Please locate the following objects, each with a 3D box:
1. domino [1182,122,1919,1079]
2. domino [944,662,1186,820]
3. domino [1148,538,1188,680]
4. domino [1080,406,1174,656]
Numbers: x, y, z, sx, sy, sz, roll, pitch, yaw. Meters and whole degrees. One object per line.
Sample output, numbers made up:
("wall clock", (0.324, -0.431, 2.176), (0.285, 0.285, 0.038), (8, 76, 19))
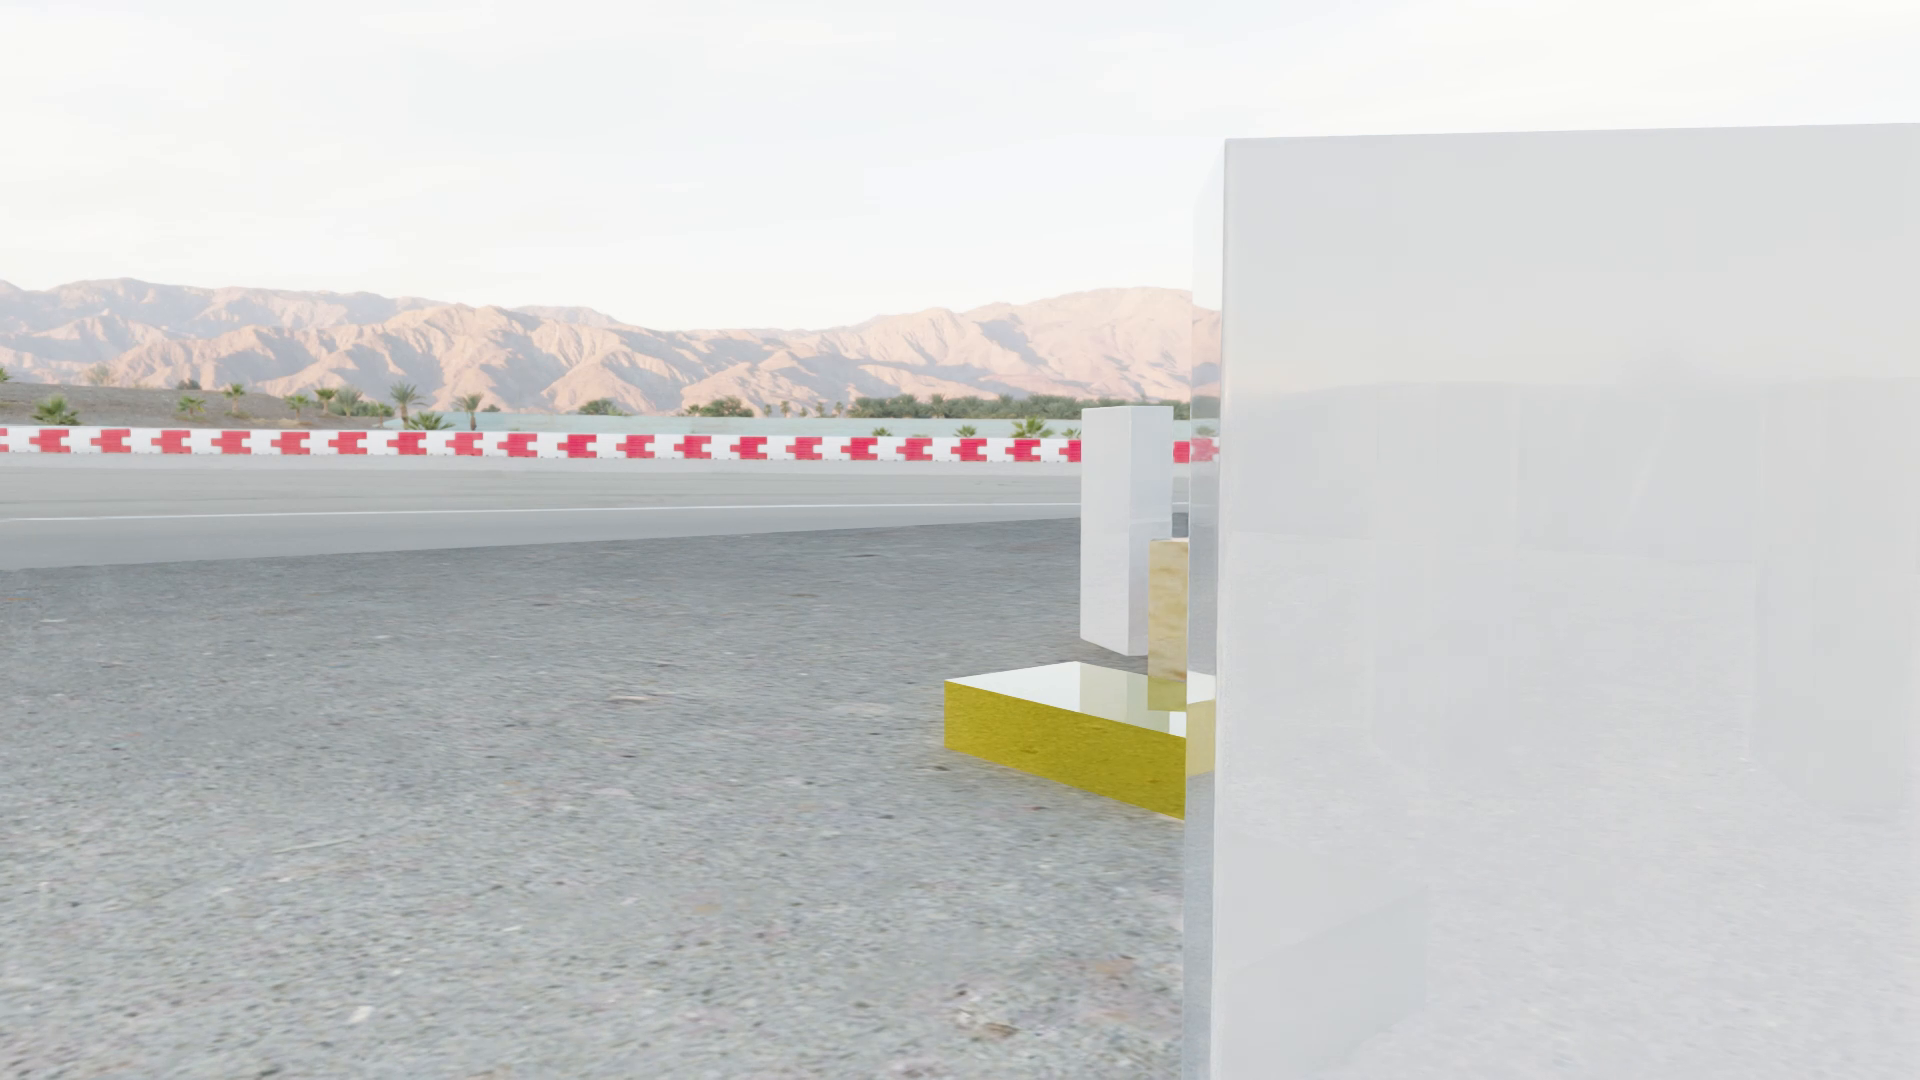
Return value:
("domino", (0.019, 0.015, 0.037), (0.025, 0.050, 0.009), (0, 4, 6))
("domino", (0.023, 0.025, 0.168), (0.025, 0.009, 0.050), (-3, 5, -38))
("domino", (0.060, 0.013, 0.230), (0.050, 0.025, 0.009), (1, 4, 15))
("domino", (0.034, -0.003, 0.269), (0.009, 0.050, 0.025), (-1, 4, -17))
